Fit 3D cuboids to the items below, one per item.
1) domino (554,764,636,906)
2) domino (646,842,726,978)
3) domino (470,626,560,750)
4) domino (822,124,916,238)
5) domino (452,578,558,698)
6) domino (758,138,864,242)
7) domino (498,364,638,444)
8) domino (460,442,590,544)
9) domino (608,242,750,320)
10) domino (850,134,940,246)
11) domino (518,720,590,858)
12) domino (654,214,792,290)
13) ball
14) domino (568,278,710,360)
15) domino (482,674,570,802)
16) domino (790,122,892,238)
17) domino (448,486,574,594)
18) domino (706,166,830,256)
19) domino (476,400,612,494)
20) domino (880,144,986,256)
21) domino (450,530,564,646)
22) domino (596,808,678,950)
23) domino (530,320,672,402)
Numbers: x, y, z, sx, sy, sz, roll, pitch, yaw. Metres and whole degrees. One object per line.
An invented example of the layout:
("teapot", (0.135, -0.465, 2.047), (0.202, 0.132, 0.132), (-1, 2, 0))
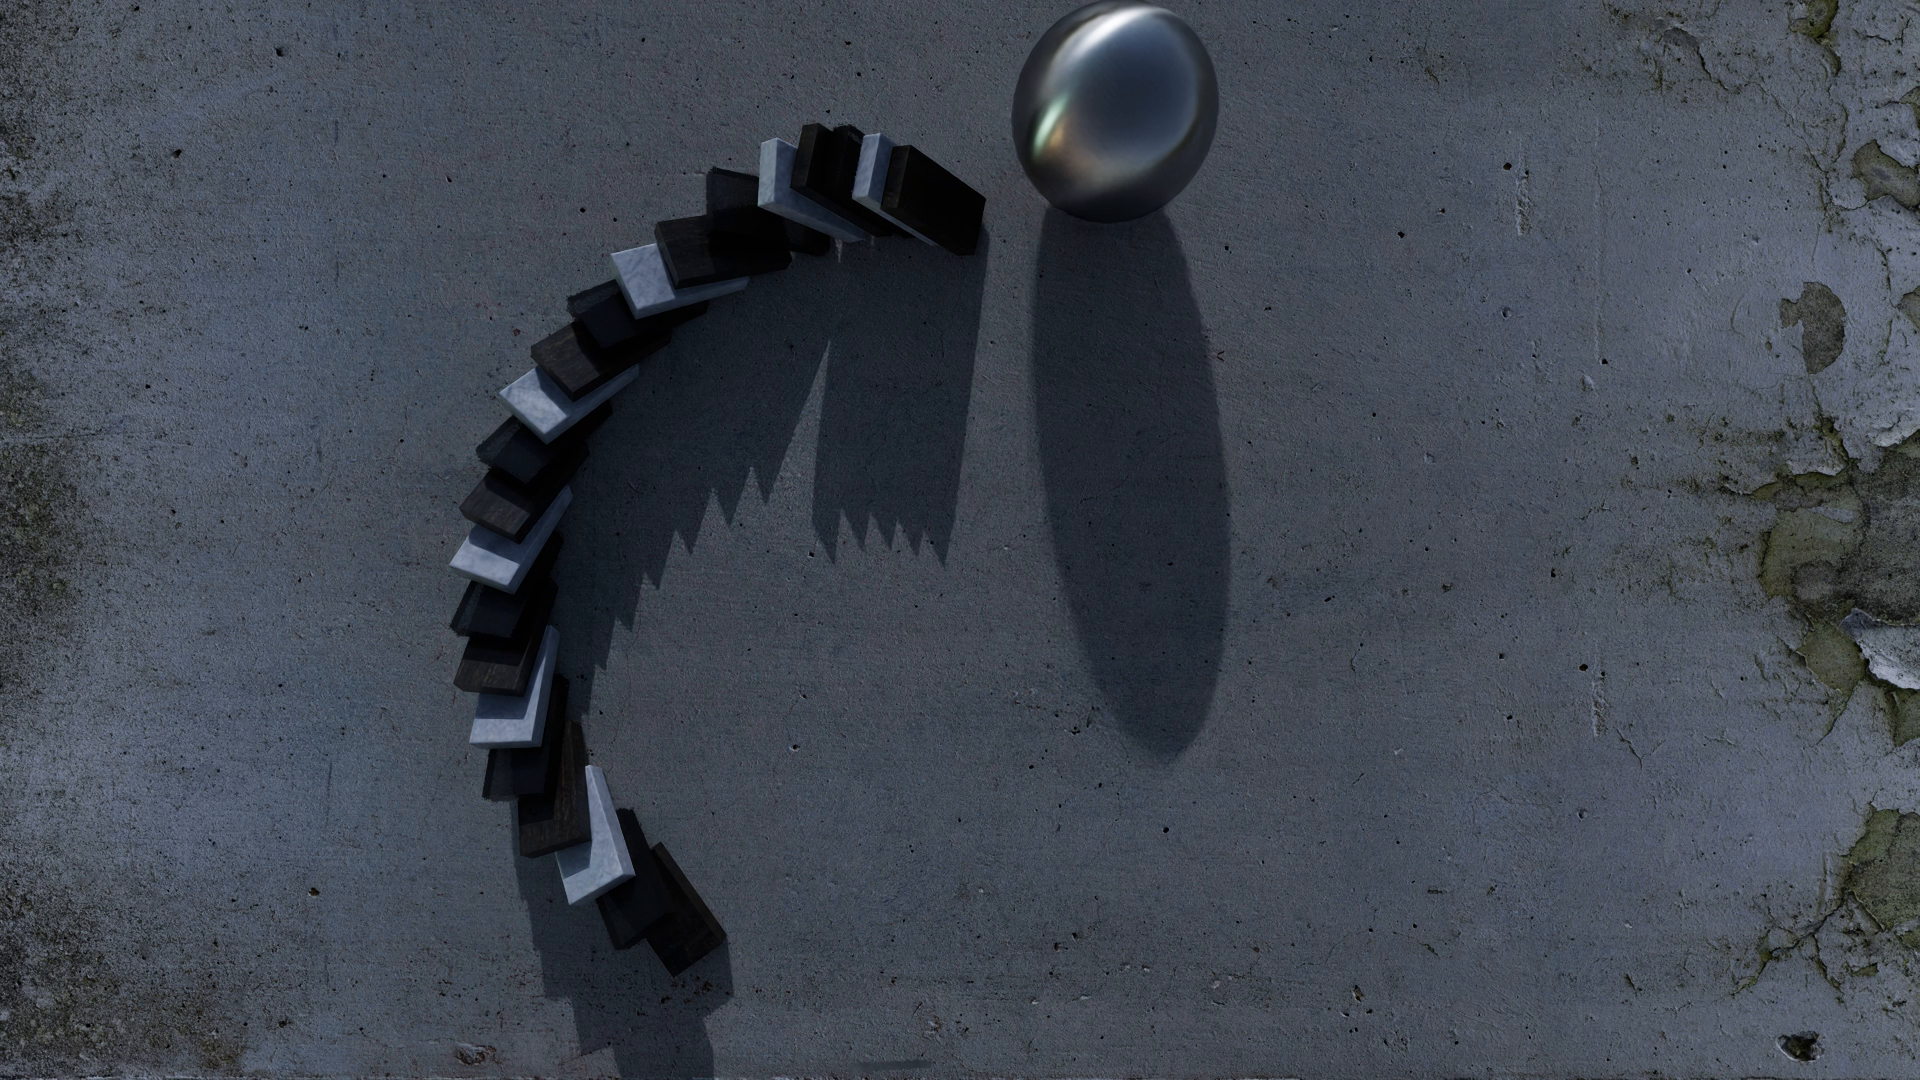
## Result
("domino", (-0.157, 0.124, 0.385), (0.025, 0.009, 0.050), (-30, 64, 0))
("domino", (-0.126, 0.159, 0.395), (0.025, 0.009, 0.050), (-35, 90, 0))
("domino", (-0.186, 0.061, 0.385), (0.025, 0.009, 0.050), (-2, 63, 0))
("domino", (-0.033, -0.146, 0.378), (0.010, 0.050, 0.025), (12, 90, 39))
("domino", (-0.189, 0.039, 0.384), (0.025, 0.009, 0.050), (6, 62, 0))
("domino", (-0.060, -0.143, 0.377), (0.009, 0.050, 0.025), (3, 90, 38))
("domino", (-0.163, -0.065, 0.384), (0.025, 0.010, 0.050), (42, 62, 0))
("domino", (-0.182, -0.025, 0.384), (0.025, 0.010, 0.050), (26, 62, 0))
("domino", (-0.117, -0.112, 0.384), (0.050, 0.009, 0.025), (-26, 90, -28))
("domino", (-0.022, -0.143, 0.378), (0.010, 0.050, 0.025), (12, 90, 39))
("domino", (-0.171, 0.104, 0.384), (0.025, 0.010, 0.050), (-17, 63, 0))
("domino", (-0.099, -0.123, 0.384), (0.050, 0.010, 0.025), (-20, 90, -28))
("ball", (0.060, -0.167, 0.360), (0.080, 0.080, 0.080), (0, 90, 0))
("domino", (-0.134, -0.098, 0.384), (0.050, 0.010, 0.025), (-34, 90, -28))
("domino", (-0.182, 0.083, 0.384), (0.025, 0.010, 0.050), (-4, 63, 0))
("domino", (-0.046, -0.147, 0.377), (0.009, 0.050, 0.025), (12, 90, 39))
("domino", (-0.187, -0.004, 0.384), (0.025, 0.010, 0.050), (19, 62, 0))
("domino", (-0.080, -0.136, 0.383), (0.050, 0.010, 0.025), (0, 88, -31))
("domino", (-0.173, -0.046, 0.384), (0.025, 0.010, 0.050), (34, 62, 0))
("domino", (-0.010, -0.139, 0.378), (0.010, 0.050, 0.025), (12, 90, 39))
("domino", (-0.189, 0.018, 0.384), (0.025, 0.010, 0.050), (11, 62, 0))
("domino", (-0.141, 0.141, 0.384), (0.025, 0.009, 0.050), (-36, 64, 0))
("domino", (-0.150, -0.082, 0.384), (0.025, 0.010, 0.050), (47, 62, 0))
